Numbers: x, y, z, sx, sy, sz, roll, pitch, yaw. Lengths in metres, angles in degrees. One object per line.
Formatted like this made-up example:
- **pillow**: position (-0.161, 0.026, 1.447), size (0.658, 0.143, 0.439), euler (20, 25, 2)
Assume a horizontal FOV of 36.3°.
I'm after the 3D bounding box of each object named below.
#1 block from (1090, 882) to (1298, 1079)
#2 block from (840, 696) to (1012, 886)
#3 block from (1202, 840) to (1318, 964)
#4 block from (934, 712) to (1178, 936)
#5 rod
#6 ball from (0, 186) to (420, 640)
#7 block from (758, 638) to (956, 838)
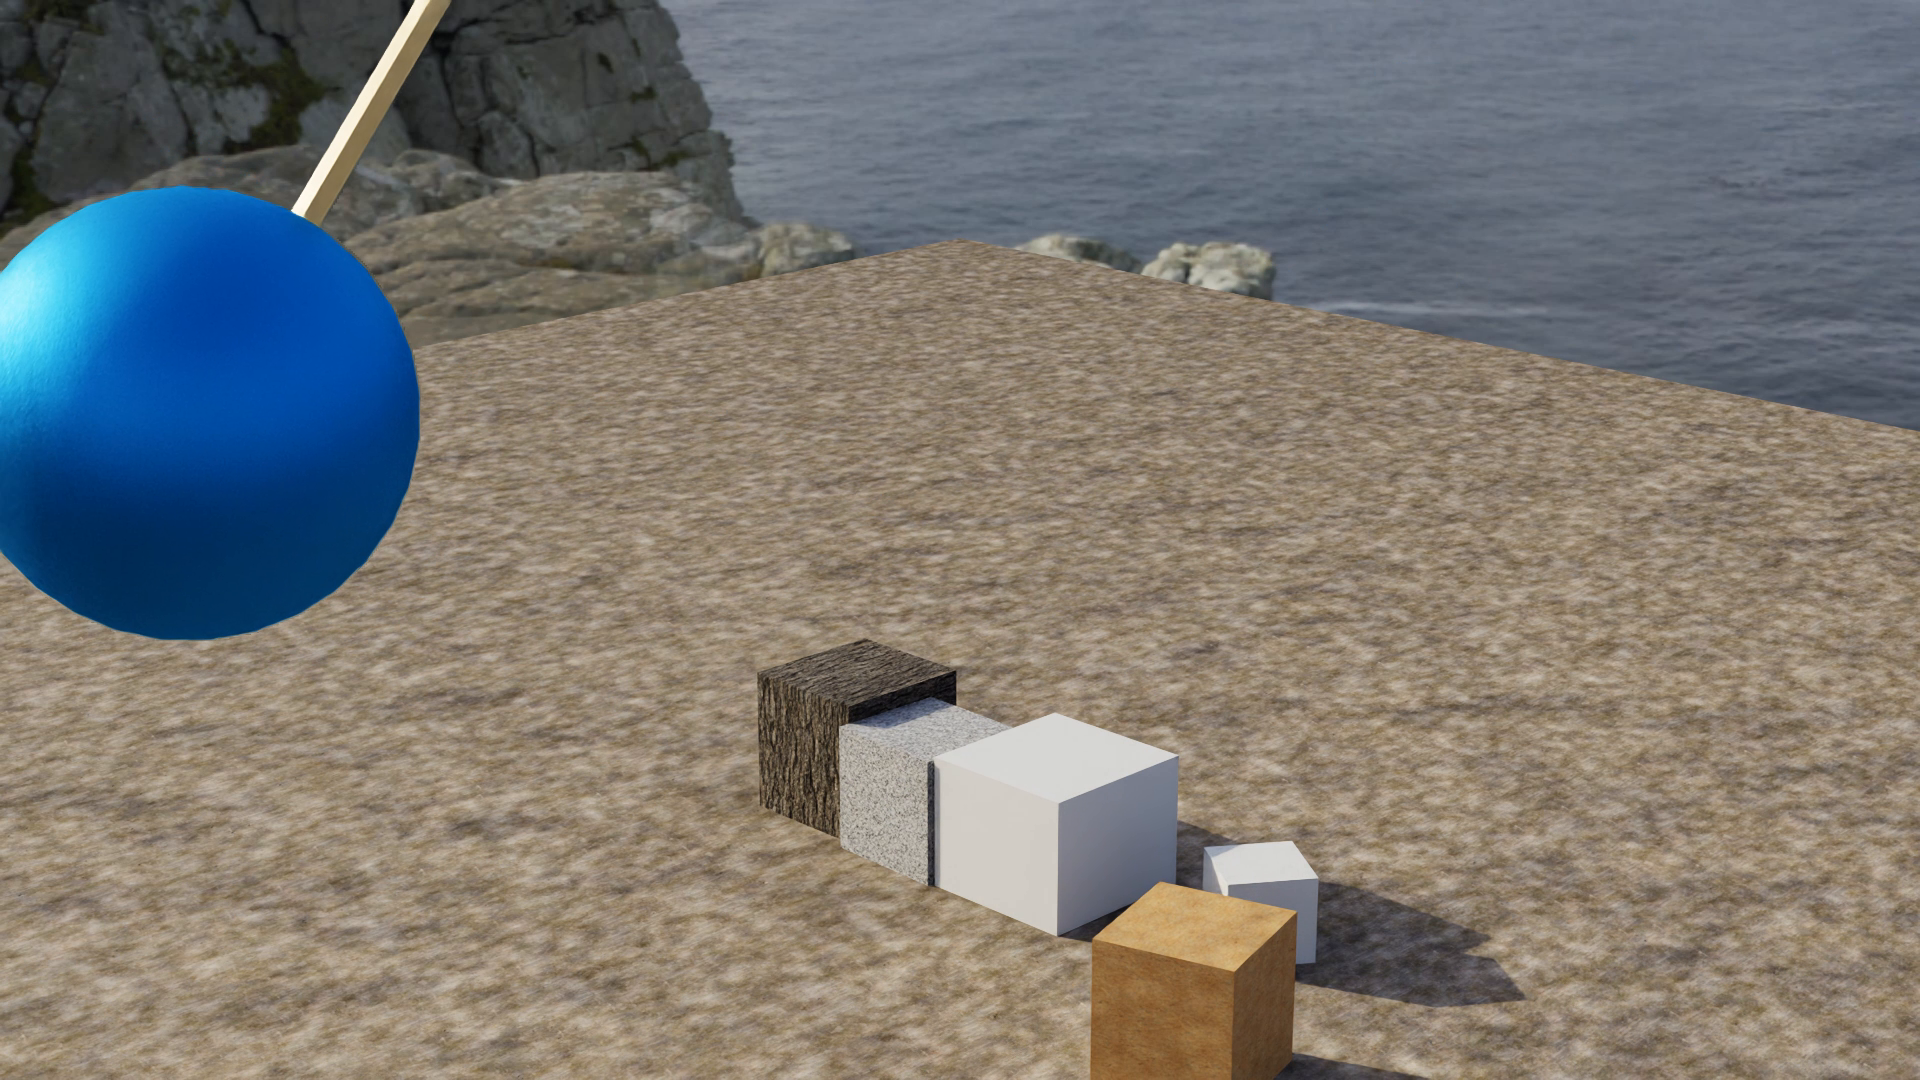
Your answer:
- **block**: position (0.919, 1.808, 11.513), size (0.596, 0.648, 0.613), euler (9, 20, 27)
- **block**: position (-0.142, 1.160, 13.647), size (0.581, 0.605, 0.603), euler (-16, 23, -41)
- **block**: position (1.293, 1.576, 12.674), size (0.398, 0.394, 0.405), euler (-3, 18, -10)
- **block**: position (0.434, 1.270, 13.256), size (0.790, 0.628, 0.763), euler (-17, 24, -42)
- **rod**: position (-1.177, -3.398, 11.040), size (0.080, 5.200, 0.080), euler (17, -16, 42)
- **ball**: position (-2.717, -0.445, 10.354), size (1.600, 1.600, 1.600), euler (0, 17, 0)
- **block**: position (-0.494, 0.957, 14.151), size (0.704, 0.688, 0.646), euler (-17, 24, -42)
